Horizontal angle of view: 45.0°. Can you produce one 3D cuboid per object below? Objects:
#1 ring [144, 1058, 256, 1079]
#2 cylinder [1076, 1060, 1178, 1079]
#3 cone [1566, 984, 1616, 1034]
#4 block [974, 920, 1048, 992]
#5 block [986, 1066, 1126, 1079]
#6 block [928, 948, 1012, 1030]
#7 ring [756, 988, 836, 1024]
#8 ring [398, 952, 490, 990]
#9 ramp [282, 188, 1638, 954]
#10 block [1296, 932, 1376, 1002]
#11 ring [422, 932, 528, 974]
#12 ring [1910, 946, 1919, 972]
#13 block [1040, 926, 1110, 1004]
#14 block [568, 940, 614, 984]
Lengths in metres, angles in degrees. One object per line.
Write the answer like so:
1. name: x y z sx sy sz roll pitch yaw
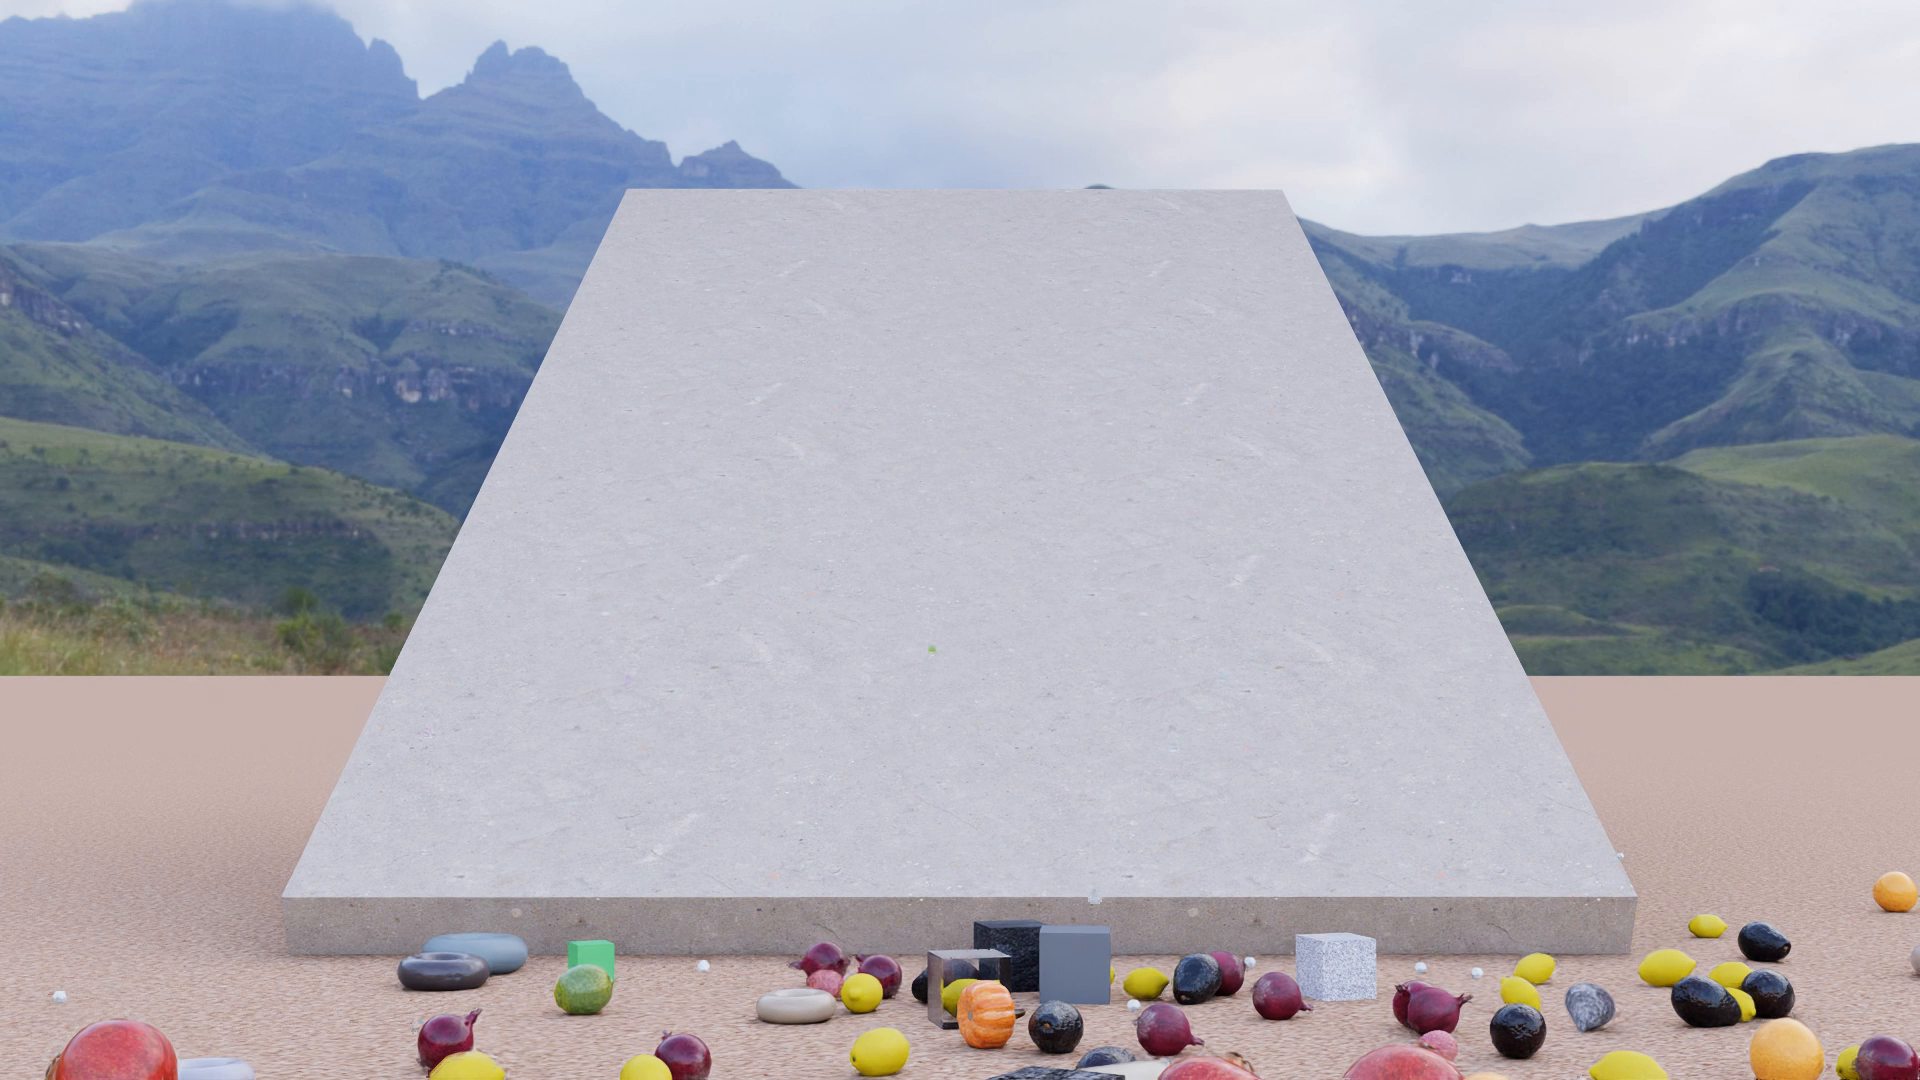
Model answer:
1. ring: -0.752 0.535 2.294 0.107 0.036 0.107 -1 -4 0
2. cylinder: 0.137 0.494 1.995 0.084 0.084 0.084 2 -4 -35
3. cone: 0.736 0.564 2.730 0.059 0.059 0.059 -2 23 28
4. block: 0.070 0.555 3.097 0.085 0.085 0.085 1 -3 -15
5. block: 0.076 0.486 1.902 0.089 0.089 0.089 -2 -4 31
6. block: 0.011 0.539 2.787 0.083 0.083 0.083 1 -3 -14
7. ring: -0.199 0.566 2.814 0.098 0.033 0.098 -1 -3 0
8. ring: -0.692 0.578 3.111 0.122 0.041 0.122 1 -3 0
9. ramp: -0.008 -0.227 5.272 2.000 0.100 4.000 0 24 0
10. block: 0.489 0.555 3.019 0.077 0.077 0.077 1 -3 -18
11. ring: -0.684 0.583 3.269 0.149 0.050 0.149 0 -4 0
12. ring: 1.379 0.582 3.199 0.128 0.043 0.128 1 -3 0
13. block: 0.149 0.547 2.991 0.089 0.089 0.089 0 -3 4
14. block: -0.504 0.576 3.172 0.051 0.051 0.051 1 -4 -24
